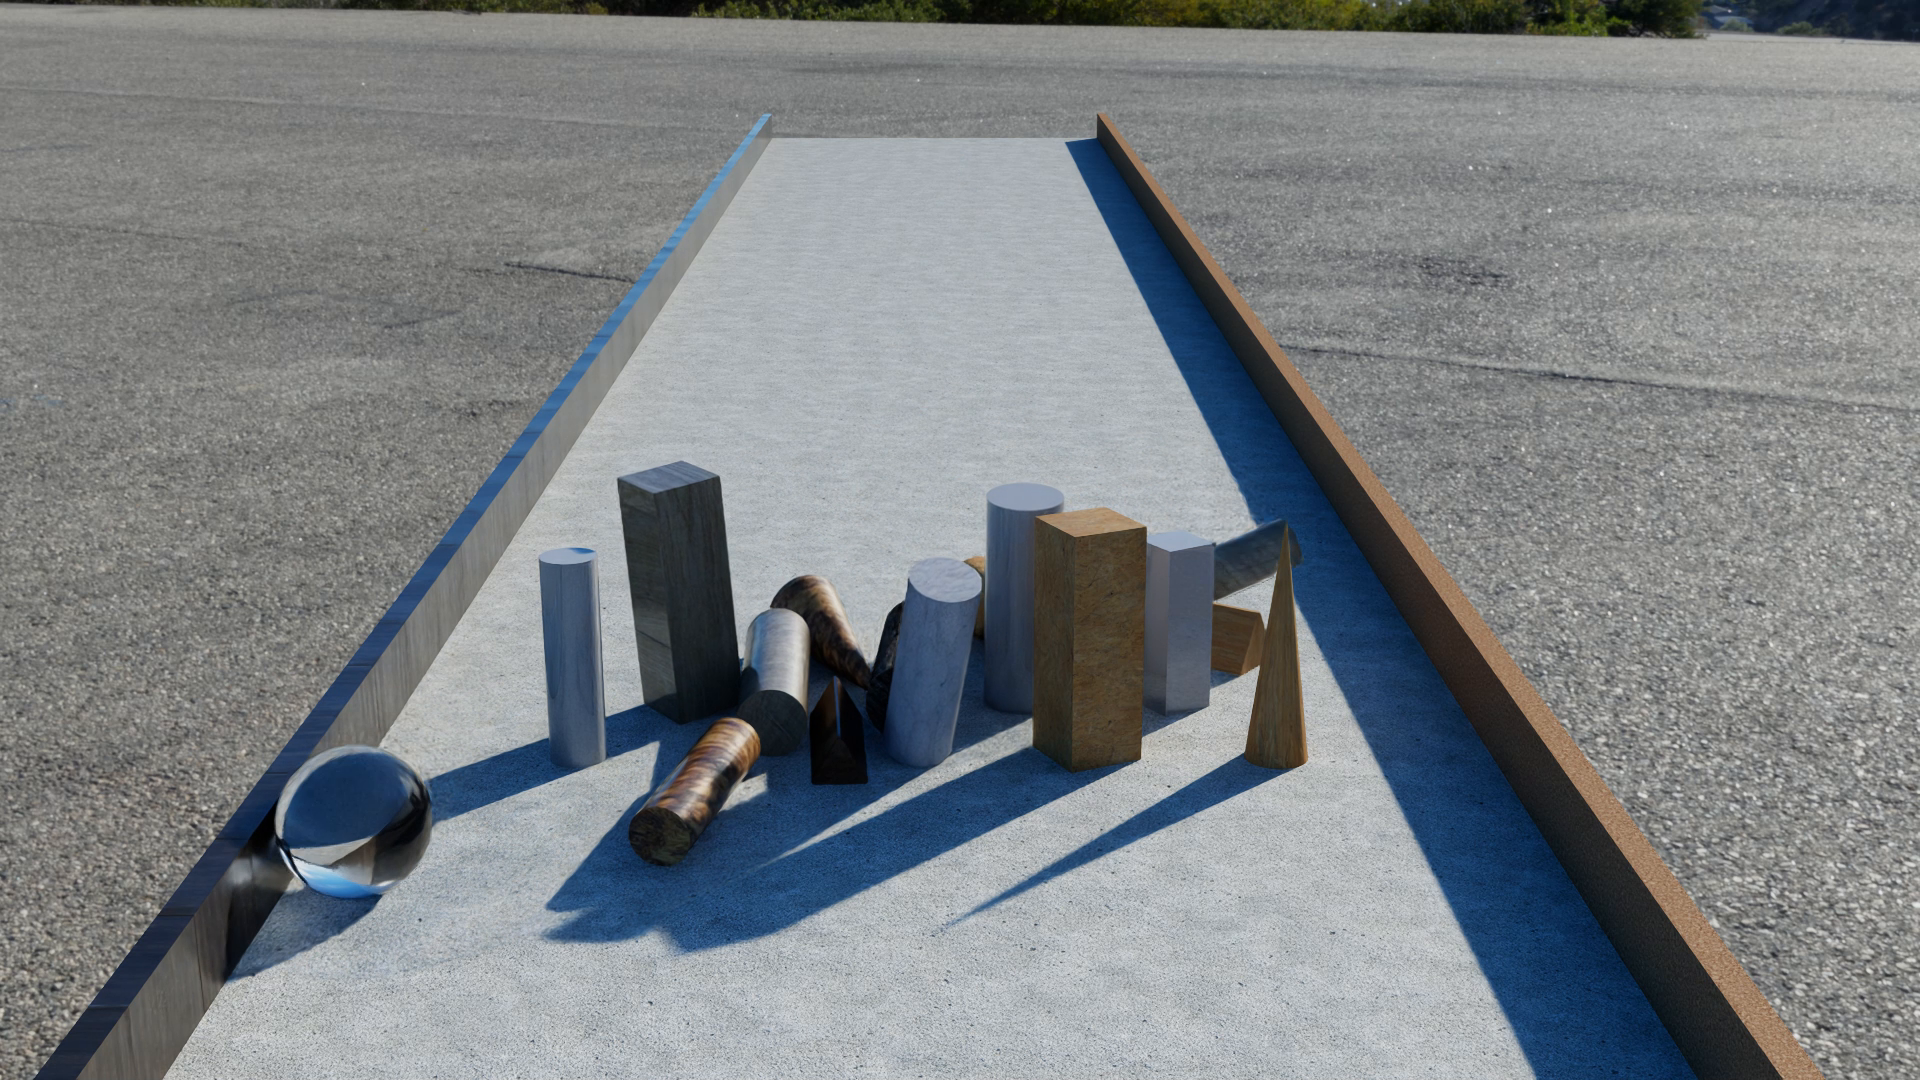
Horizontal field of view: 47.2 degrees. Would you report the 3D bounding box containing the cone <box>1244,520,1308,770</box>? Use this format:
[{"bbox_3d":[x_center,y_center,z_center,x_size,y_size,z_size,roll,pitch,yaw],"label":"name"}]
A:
[{"bbox_3d":[0.564,0.173,3.861,0.113,0.447,0.113,0,17,0],"label":"cone"}]

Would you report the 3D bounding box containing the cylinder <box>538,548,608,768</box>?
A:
[{"bbox_3d":[-0.680,0.207,3.870,0.101,0.376,0.101,0,17,0],"label":"cylinder"}]

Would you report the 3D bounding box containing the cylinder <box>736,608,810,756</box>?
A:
[{"bbox_3d":[-0.347,0.260,4.128,0.128,0.128,0.459,-1,17,-3],"label":"cylinder"}]

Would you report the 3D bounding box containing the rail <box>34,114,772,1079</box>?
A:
[{"bbox_3d":[-1.118,-0.838,7.780,0.050,0.150,12.000,0,17,-1],"label":"rail"}]

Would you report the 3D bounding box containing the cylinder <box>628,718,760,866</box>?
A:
[{"bbox_3d":[-0.436,0.413,3.659,0.102,0.102,0.396,3,17,11],"label":"cylinder"}]

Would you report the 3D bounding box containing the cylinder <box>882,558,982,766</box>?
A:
[{"bbox_3d":[-0.051,0.215,3.821,0.125,0.369,0.125,7,36,-5],"label":"cylinder"}]

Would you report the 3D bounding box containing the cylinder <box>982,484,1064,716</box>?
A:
[{"bbox_3d":[0.118,0.111,4.113,0.144,0.411,0.144,1,22,0],"label":"cylinder"}]

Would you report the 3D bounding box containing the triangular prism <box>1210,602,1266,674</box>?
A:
[{"bbox_3d":[0.405,0.158,4.489,0.458,0.112,0.129,12,20,34],"label":"triangular prism"}]

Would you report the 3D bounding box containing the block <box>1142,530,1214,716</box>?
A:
[{"bbox_3d":[0.401,0.156,4.136,0.104,0.323,0.104,-10,19,-31],"label":"block"}]

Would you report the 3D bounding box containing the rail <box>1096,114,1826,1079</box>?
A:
[{"bbox_3d":[0.932,-0.844,7.801,0.050,0.150,12.000,0,17,-1],"label":"rail"}]

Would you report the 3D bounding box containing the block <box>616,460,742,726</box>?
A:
[{"bbox_3d":[-0.519,0.097,4.089,0.138,0.452,0.138,-17,23,-33],"label":"block"}]

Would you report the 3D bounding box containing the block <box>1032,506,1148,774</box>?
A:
[{"bbox_3d":[0.227,0.175,3.882,0.142,0.431,0.142,-8,18,-26],"label":"block"}]

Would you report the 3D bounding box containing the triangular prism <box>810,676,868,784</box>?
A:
[{"bbox_3d":[-0.220,0.336,3.943,0.095,0.083,0.316,-1,17,-4],"label":"triangular prism"}]

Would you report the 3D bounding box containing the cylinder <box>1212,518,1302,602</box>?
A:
[{"bbox_3d":[0.465,0.086,4.384,0.434,0.100,0.100,-23,21,-8],"label":"cylinder"}]

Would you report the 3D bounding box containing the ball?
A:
[{"bbox_3d":[-0.927,0.431,3.365,0.235,0.235,0.235,0,17,0],"label":"ball"}]

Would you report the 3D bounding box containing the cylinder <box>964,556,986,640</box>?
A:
[{"bbox_3d":[0.123,0.157,4.421,0.157,0.157,0.378,-9,19,-27],"label":"cylinder"}]

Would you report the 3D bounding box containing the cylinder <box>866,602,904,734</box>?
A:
[{"bbox_3d":[-0.089,0.240,4.168,0.144,0.144,0.397,1,17,3],"label":"cylinder"}]

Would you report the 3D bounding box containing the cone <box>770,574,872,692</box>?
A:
[{"bbox_3d":[-0.233,0.224,4.342,0.154,0.154,0.385,-8,30,-26],"label":"cone"}]
